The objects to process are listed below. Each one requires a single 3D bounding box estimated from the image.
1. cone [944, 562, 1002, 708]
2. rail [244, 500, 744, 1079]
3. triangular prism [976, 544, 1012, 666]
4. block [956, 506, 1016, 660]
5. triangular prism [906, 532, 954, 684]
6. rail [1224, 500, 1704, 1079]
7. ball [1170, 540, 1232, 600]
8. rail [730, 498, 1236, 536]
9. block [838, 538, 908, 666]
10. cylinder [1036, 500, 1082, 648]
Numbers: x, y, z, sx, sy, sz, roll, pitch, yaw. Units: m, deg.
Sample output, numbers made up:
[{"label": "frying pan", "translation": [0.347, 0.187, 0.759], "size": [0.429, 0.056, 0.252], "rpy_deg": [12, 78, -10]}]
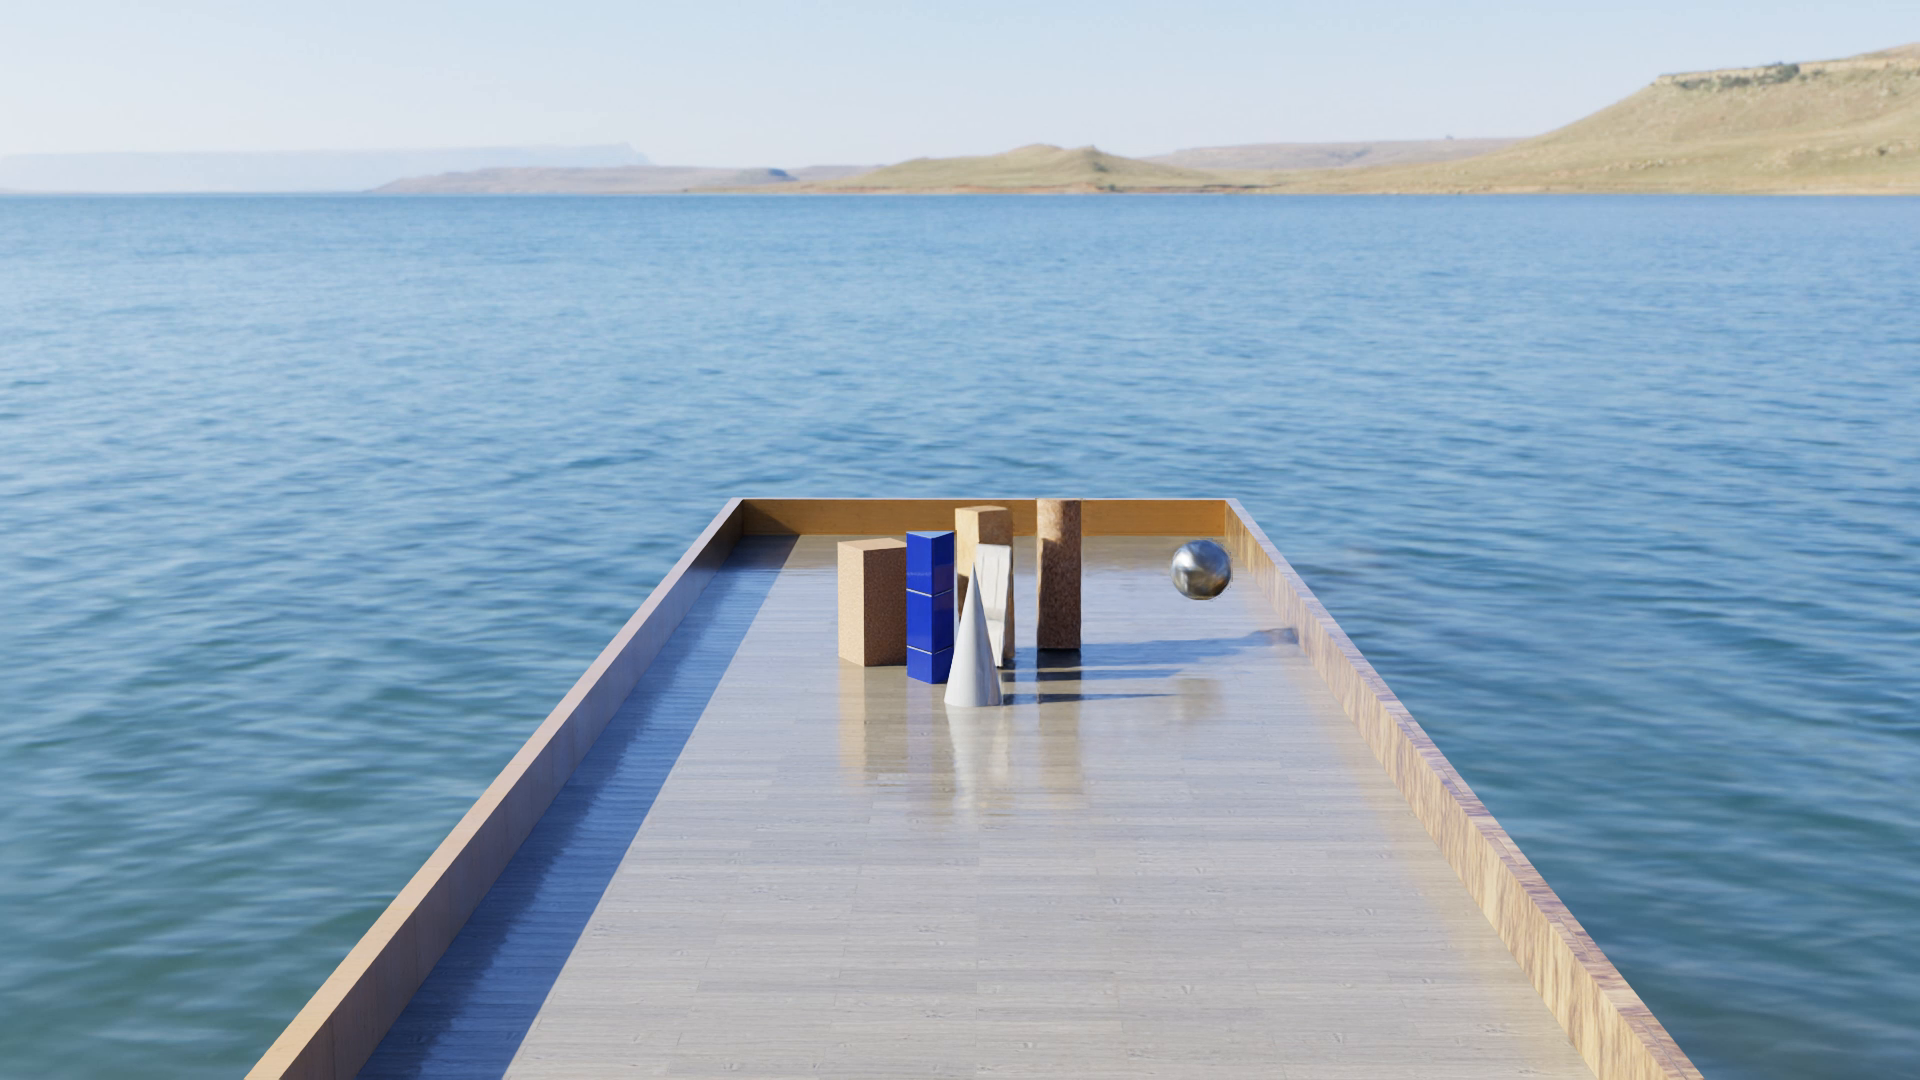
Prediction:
[{"label": "cone", "translation": [0.038, 0.252, 6.140], "size": [0.165, 0.399, 0.165], "rpy_deg": [0, 9, 0]}, {"label": "rail", "translation": [-1.004, 0.839, 3.234], "size": [0.050, 0.150, 12.000], "rpy_deg": [0, 9, 1]}, {"label": "triangular prism", "translation": [0.112, 0.193, 6.624], "size": [0.116, 0.356, 0.100], "rpy_deg": [6, 4, 28]}, {"label": "block", "translation": [0.077, 0.132, 6.704], "size": [0.124, 0.456, 0.124], "rpy_deg": [-6, 8, -32]}, {"label": "triangular prism", "translation": [-0.067, 0.192, 6.426], "size": [0.119, 0.430, 0.137], "rpy_deg": [-6, 11, -34]}, {"label": "rail", "translation": [1.046, 0.843, 3.208], "size": [0.050, 0.150, 12.000], "rpy_deg": [0, 9, 1]}, {"label": "ball", "translation": [0.771, 0.096, 7.026], "size": [0.196, 0.196, 0.196], "rpy_deg": [0, 9, 0]}, {"label": "rail", "translation": [0.099, -0.098, 9.147], "size": [2.100, 0.150, 0.050], "rpy_deg": [0, 9, 1]}, {"label": "block", "translation": [-0.252, 0.187, 6.695], "size": [0.177, 0.354, 0.177], "rpy_deg": [-5, 10, -28]}, {"label": "cylinder", "translation": [0.309, 0.104, 6.847], "size": [0.137, 0.458, 0.137], "rpy_deg": [0, 2, 0]}]
